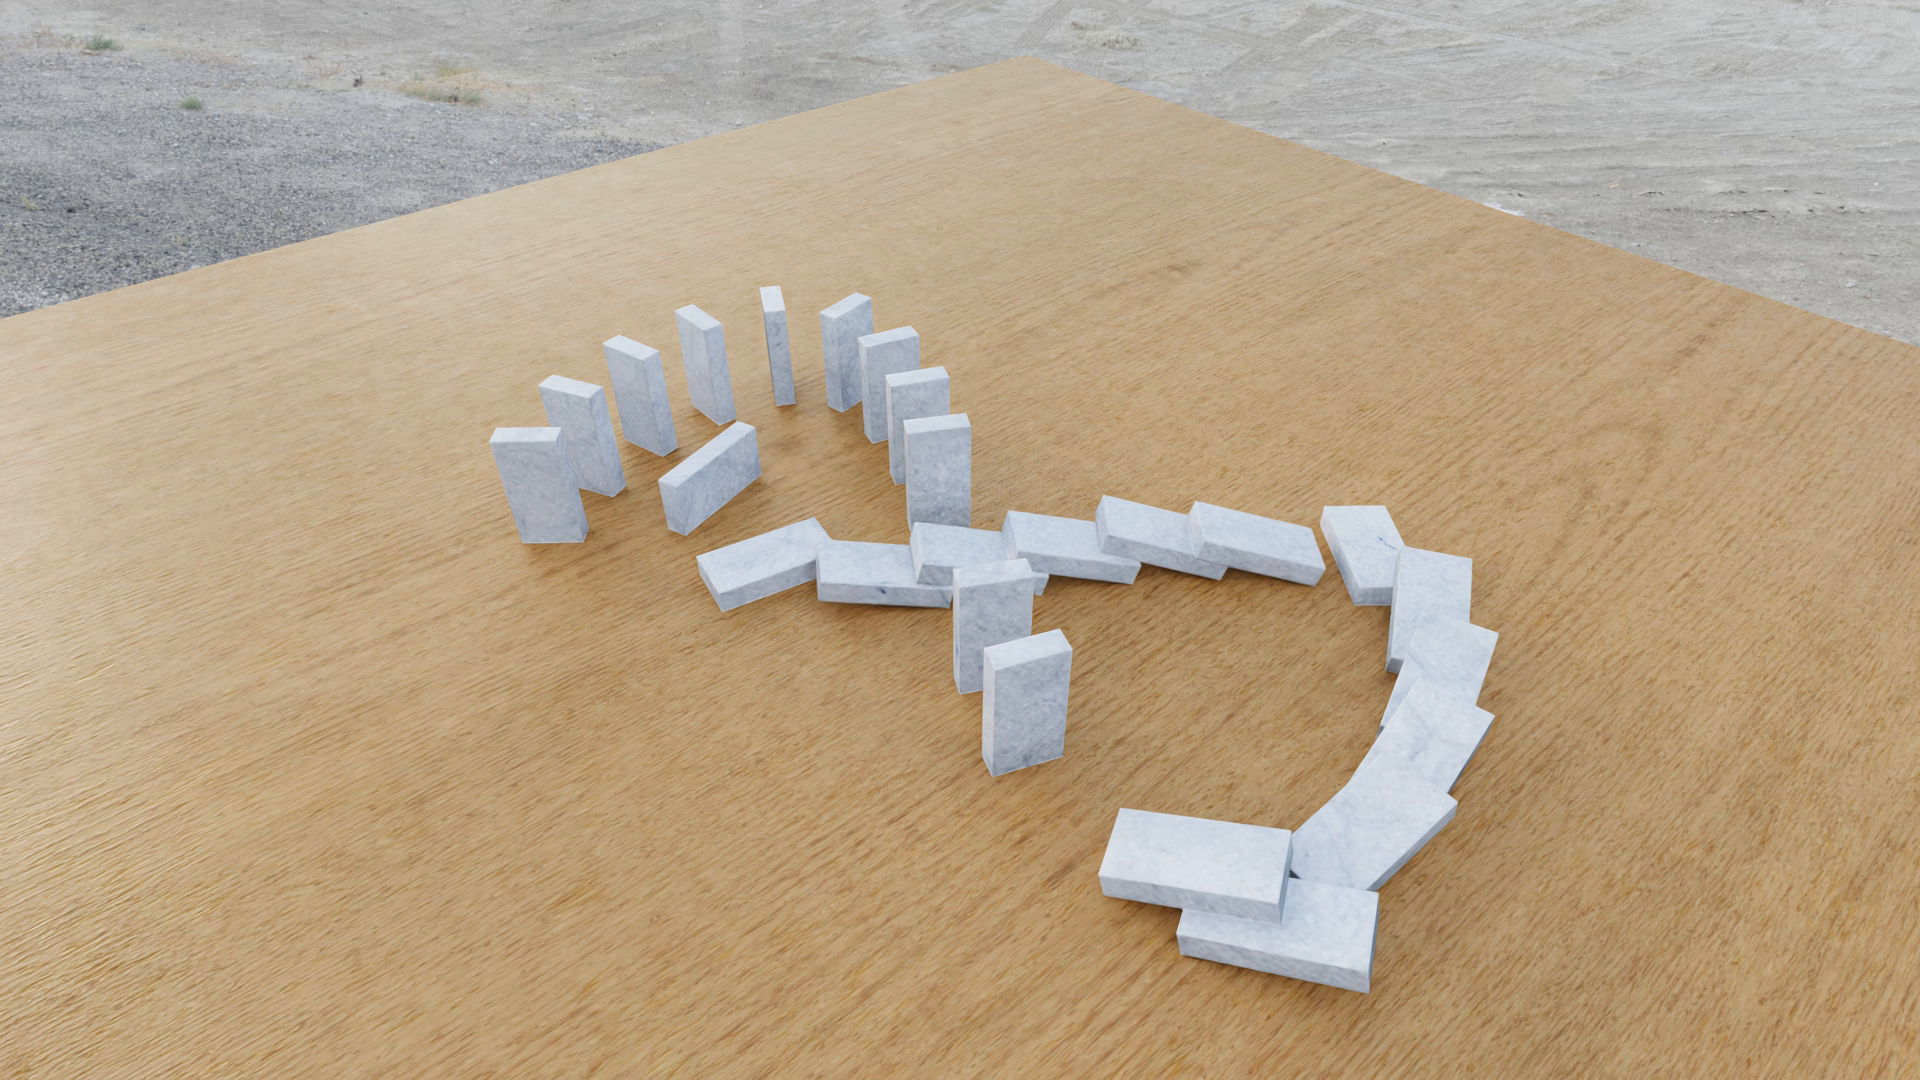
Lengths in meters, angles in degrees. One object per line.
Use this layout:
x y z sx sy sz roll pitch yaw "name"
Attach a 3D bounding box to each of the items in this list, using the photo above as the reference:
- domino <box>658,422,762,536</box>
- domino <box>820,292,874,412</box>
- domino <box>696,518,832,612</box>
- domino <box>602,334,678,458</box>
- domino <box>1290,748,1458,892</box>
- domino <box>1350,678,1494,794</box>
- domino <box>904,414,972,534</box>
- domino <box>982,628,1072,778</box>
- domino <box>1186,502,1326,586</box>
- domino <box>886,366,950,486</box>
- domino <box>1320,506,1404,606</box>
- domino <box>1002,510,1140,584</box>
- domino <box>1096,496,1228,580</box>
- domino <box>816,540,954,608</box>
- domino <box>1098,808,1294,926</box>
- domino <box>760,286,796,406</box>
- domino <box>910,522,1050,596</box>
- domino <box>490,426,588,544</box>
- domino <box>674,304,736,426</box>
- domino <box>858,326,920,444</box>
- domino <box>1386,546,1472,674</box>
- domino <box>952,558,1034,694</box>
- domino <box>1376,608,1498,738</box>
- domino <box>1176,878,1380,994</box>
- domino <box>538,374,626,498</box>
-0.104 -0.027 0.464 0.009 0.025 0.050 20 44 23 "domino"
-0.052 -0.088 0.519 0.010 0.050 0.025 26 46 28 "domino"
-0.075 0.009 0.432 0.050 0.010 0.025 -20 43 -23 "domino"
-0.142 -0.064 0.489 0.025 0.050 0.010 24 45 26 "domino"
0.120 0.087 0.326 0.050 0.010 0.025 -36 49 -15 "domino"
0.145 0.070 0.348 0.025 0.010 0.050 30 64 31 "domino"
-0.009 -0.026 0.443 0.025 0.050 0.009 -8 40 -9 "domino"
0.021 0.052 0.348 0.025 0.050 0.010 -13 41 -15 "domino"
0.116 0.001 0.432 0.050 0.009 0.025 13 38 -9 "domino"
-0.018 -0.048 0.471 0.025 0.050 0.010 -11 41 -13 "domino"
0.163 0.005 0.437 0.025 0.009 0.050 0 39 -1 "domino"
0.043 0.003 0.430 0.050 0.009 0.025 7 37 -15 "domino"
0.080 -0.001 0.434 0.050 0.010 0.025 13 38 -9 "domino"
-0.029 0.013 0.420 0.050 0.009 0.025 4 38 -13 "domino"
0.068 0.093 0.315 0.050 0.010 0.025 2 37 25 "domino"
-0.087 -0.092 0.524 0.009 0.050 0.025 -8 40 -10 "domino"
0.007 0.007 0.425 0.050 0.010 0.025 7 37 -16 "domino"
-0.167 -0.021 0.437 0.025 0.050 0.010 -1 39 -1 "domino"
-0.118 -0.081 0.510 0.009 0.050 0.025 -30 48 -31 "domino"
-0.031 -0.070 0.497 0.025 0.050 0.010 -17 42 -20 "domino"
0.171 0.027 0.401 0.025 0.009 0.050 12 55 14 "domino"
0.011 0.030 0.375 0.025 0.050 0.010 -8 40 -10 "domino"
0.162 0.049 0.373 0.025 0.010 0.050 20 60 23 "domino"
0.088 0.106 0.304 0.050 0.010 0.025 3 37 26 "domino"
-0.159 -0.044 0.465 0.025 0.050 0.010 14 42 17 "domino"
